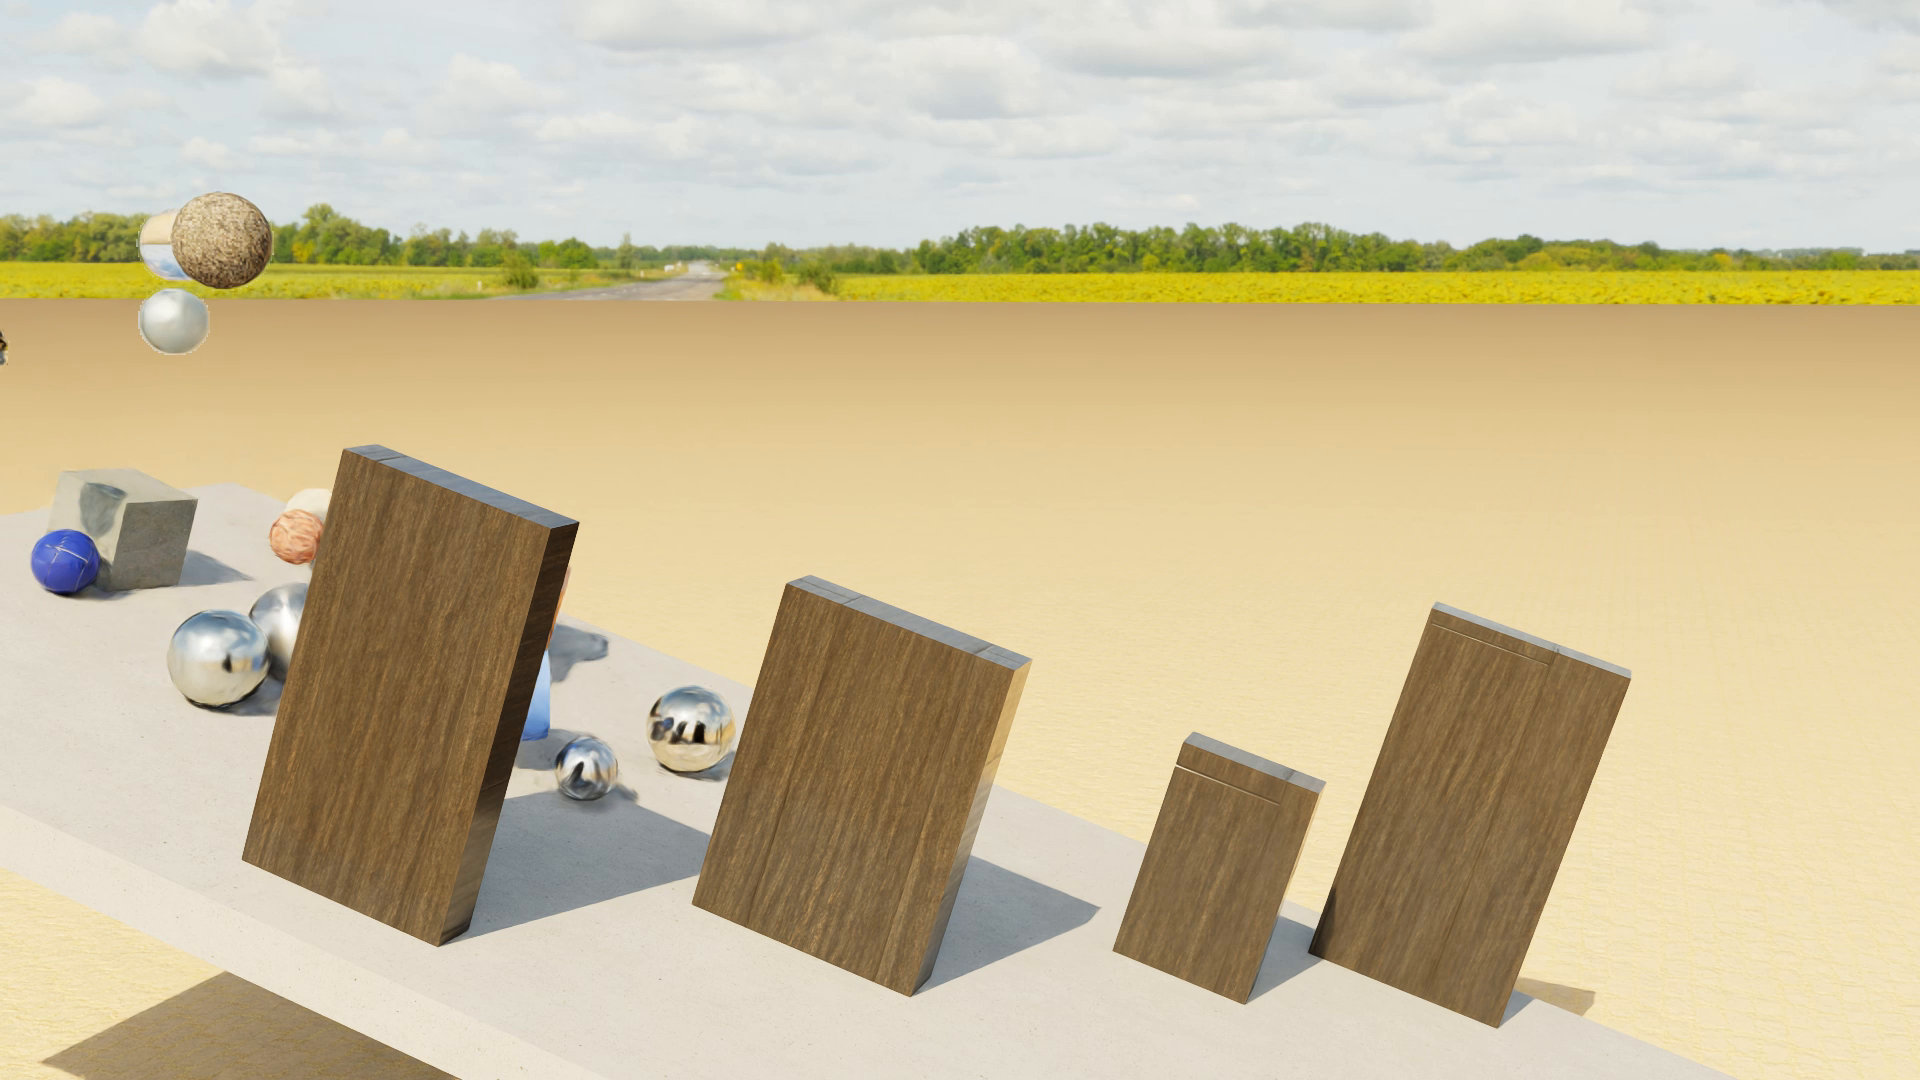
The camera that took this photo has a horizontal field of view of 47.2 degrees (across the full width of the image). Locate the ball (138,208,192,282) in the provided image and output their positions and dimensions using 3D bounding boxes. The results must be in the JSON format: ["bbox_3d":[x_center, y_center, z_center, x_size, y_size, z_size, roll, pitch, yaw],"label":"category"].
[{"bbox_3d":[-1.738,-0.655,4.885,0.162,0.162,0.162,0,7,0],"label":"ball"}]

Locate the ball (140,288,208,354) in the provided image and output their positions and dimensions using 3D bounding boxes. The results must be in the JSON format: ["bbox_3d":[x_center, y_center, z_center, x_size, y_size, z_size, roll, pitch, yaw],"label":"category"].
[{"bbox_3d":[-1.617,-0.451,4.527,0.133,0.133,0.133,0,7,0],"label":"ball"}]

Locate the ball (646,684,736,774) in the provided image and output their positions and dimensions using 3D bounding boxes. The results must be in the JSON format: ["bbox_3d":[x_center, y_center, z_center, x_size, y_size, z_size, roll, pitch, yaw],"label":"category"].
[{"bbox_3d":[-0.559,0.392,4.572,0.186,0.186,0.186,0,7,0],"label":"ball"}]

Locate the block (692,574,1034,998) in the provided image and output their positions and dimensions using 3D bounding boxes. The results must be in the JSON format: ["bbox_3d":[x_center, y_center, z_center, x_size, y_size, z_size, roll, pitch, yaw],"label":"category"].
[{"bbox_3d":[-0.177,0.430,3.878,0.433,0.618,0.117,20,12,14],"label":"block"}]

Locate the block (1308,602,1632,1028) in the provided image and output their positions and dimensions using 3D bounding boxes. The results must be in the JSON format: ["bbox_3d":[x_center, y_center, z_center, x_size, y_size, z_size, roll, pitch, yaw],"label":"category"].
[{"bbox_3d":[1.055,0.571,4.579,0.416,0.787,0.102,20,12,14],"label":"block"}]

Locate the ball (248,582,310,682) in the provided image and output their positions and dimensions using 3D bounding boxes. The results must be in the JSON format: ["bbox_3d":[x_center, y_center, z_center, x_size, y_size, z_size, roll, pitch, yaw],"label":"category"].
[{"bbox_3d":[-1.322,0.185,4.388,0.204,0.204,0.204,0,7,0],"label":"ball"}]

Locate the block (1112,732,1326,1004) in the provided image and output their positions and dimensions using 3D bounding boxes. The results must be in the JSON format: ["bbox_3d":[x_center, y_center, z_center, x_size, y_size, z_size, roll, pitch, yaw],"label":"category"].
[{"bbox_3d":[0.507,0.640,4.304,0.277,0.450,0.104,20,12,14],"label":"block"}]

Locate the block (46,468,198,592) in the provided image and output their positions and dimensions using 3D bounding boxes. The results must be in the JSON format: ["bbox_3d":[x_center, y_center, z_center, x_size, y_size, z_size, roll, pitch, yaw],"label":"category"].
[{"bbox_3d":[-1.792,-0.024,4.690,0.199,0.199,0.199,22,13,23],"label":"block"}]

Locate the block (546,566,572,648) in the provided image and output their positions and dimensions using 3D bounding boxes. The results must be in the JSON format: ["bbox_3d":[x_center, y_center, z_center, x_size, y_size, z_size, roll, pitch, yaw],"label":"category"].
[{"bbox_3d":[-1.009,0.145,5.024,0.185,0.185,0.185,18,14,-9],"label":"block"}]

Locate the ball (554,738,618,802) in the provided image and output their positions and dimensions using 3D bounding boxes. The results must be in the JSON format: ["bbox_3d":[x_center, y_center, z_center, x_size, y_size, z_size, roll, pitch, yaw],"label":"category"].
[{"bbox_3d":[-0.723,0.444,4.250,0.124,0.124,0.124,0,7,0],"label":"ball"}]

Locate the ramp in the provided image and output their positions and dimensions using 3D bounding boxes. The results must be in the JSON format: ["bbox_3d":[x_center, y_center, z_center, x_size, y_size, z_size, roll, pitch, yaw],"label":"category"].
[{"bbox_3d":[-0.359,0.681,4.227,4.000,0.100,2.000,20,12,14],"label":"ramp"}]

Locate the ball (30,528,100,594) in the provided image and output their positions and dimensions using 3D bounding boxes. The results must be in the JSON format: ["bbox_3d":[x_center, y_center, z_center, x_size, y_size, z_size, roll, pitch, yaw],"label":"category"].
[{"bbox_3d":[-1.826,0.043,4.489,0.134,0.134,0.134,0,7,0],"label":"ball"}]

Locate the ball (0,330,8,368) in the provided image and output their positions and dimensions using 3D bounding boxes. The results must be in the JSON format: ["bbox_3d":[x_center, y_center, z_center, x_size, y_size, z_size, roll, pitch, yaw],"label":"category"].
[{"bbox_3d":[-1.879,-0.365,4.197,0.115,0.115,0.115,0,7,0],"label":"ball"}]

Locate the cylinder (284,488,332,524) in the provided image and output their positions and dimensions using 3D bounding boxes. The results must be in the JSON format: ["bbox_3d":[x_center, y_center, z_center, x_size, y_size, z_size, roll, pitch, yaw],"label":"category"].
[{"bbox_3d":[-1.513,-0.040,5.203,0.135,0.135,0.135,0,-14,-1],"label":"cylinder"}]

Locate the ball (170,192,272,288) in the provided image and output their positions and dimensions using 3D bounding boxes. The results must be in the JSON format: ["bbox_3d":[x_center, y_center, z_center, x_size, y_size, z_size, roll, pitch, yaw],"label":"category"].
[{"bbox_3d":[-1.465,-0.595,4.365,0.191,0.191,0.191,0,7,0],"label":"ball"}]

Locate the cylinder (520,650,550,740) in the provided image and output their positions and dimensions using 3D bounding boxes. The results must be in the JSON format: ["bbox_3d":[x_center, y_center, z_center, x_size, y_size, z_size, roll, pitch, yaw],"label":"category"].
[{"bbox_3d":[-0.918,0.290,4.283,0.208,0.208,0.208,-2,7,-19],"label":"cylinder"}]

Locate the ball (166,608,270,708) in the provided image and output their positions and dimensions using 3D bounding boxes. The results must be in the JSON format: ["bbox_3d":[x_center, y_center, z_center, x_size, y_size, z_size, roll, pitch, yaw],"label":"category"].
[{"bbox_3d":[-1.398,0.222,4.150,0.186,0.186,0.186,0,7,0],"label":"ball"}]

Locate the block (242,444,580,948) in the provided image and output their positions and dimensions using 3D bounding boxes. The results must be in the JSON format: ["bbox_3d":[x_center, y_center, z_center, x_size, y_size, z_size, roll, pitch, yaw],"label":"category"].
[{"bbox_3d":[-0.879,0.245,3.498,0.374,0.708,0.097,20,12,14],"label":"block"}]

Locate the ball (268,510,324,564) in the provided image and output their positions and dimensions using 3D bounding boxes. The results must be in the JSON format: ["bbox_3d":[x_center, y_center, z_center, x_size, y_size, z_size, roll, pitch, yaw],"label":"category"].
[{"bbox_3d":[-1.453,-0.007,4.824,0.121,0.121,0.121,0,7,0],"label":"ball"}]
